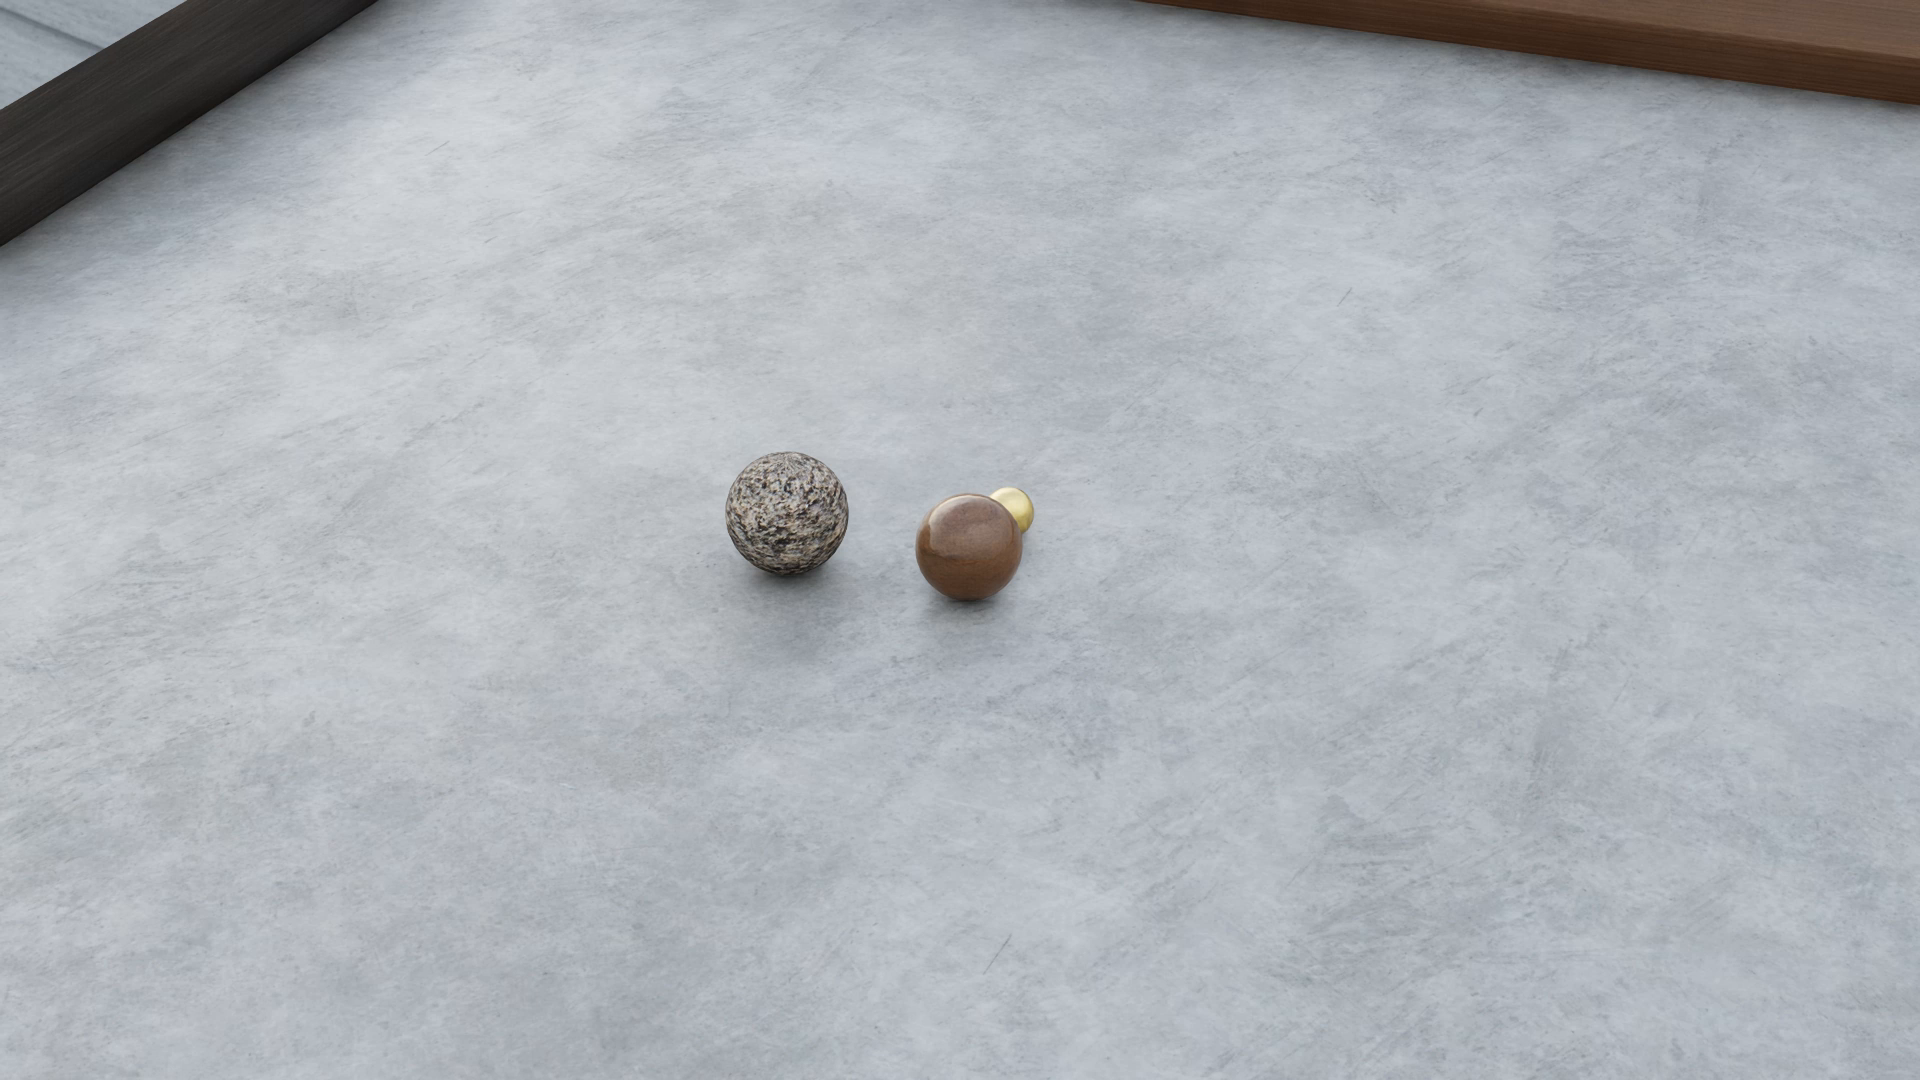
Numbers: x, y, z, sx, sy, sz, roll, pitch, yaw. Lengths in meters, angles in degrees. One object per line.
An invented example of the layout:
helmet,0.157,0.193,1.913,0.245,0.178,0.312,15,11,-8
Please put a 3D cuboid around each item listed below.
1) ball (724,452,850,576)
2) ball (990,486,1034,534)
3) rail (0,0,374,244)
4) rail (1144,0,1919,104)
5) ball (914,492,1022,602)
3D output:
ball,-0.139,-0.022,2.062,0.100,0.100,0.100,0,33,0
ball,0.040,-0.023,2.116,0.042,0.042,0.042,0,33,0
rail,-1.022,-0.229,2.353,0.045,0.129,2.544,11,35,17
rail,1.478,-0.449,2.693,4.456,0.129,0.045,11,35,17
ball,0.007,0.005,2.033,0.086,0.086,0.086,0,33,0
